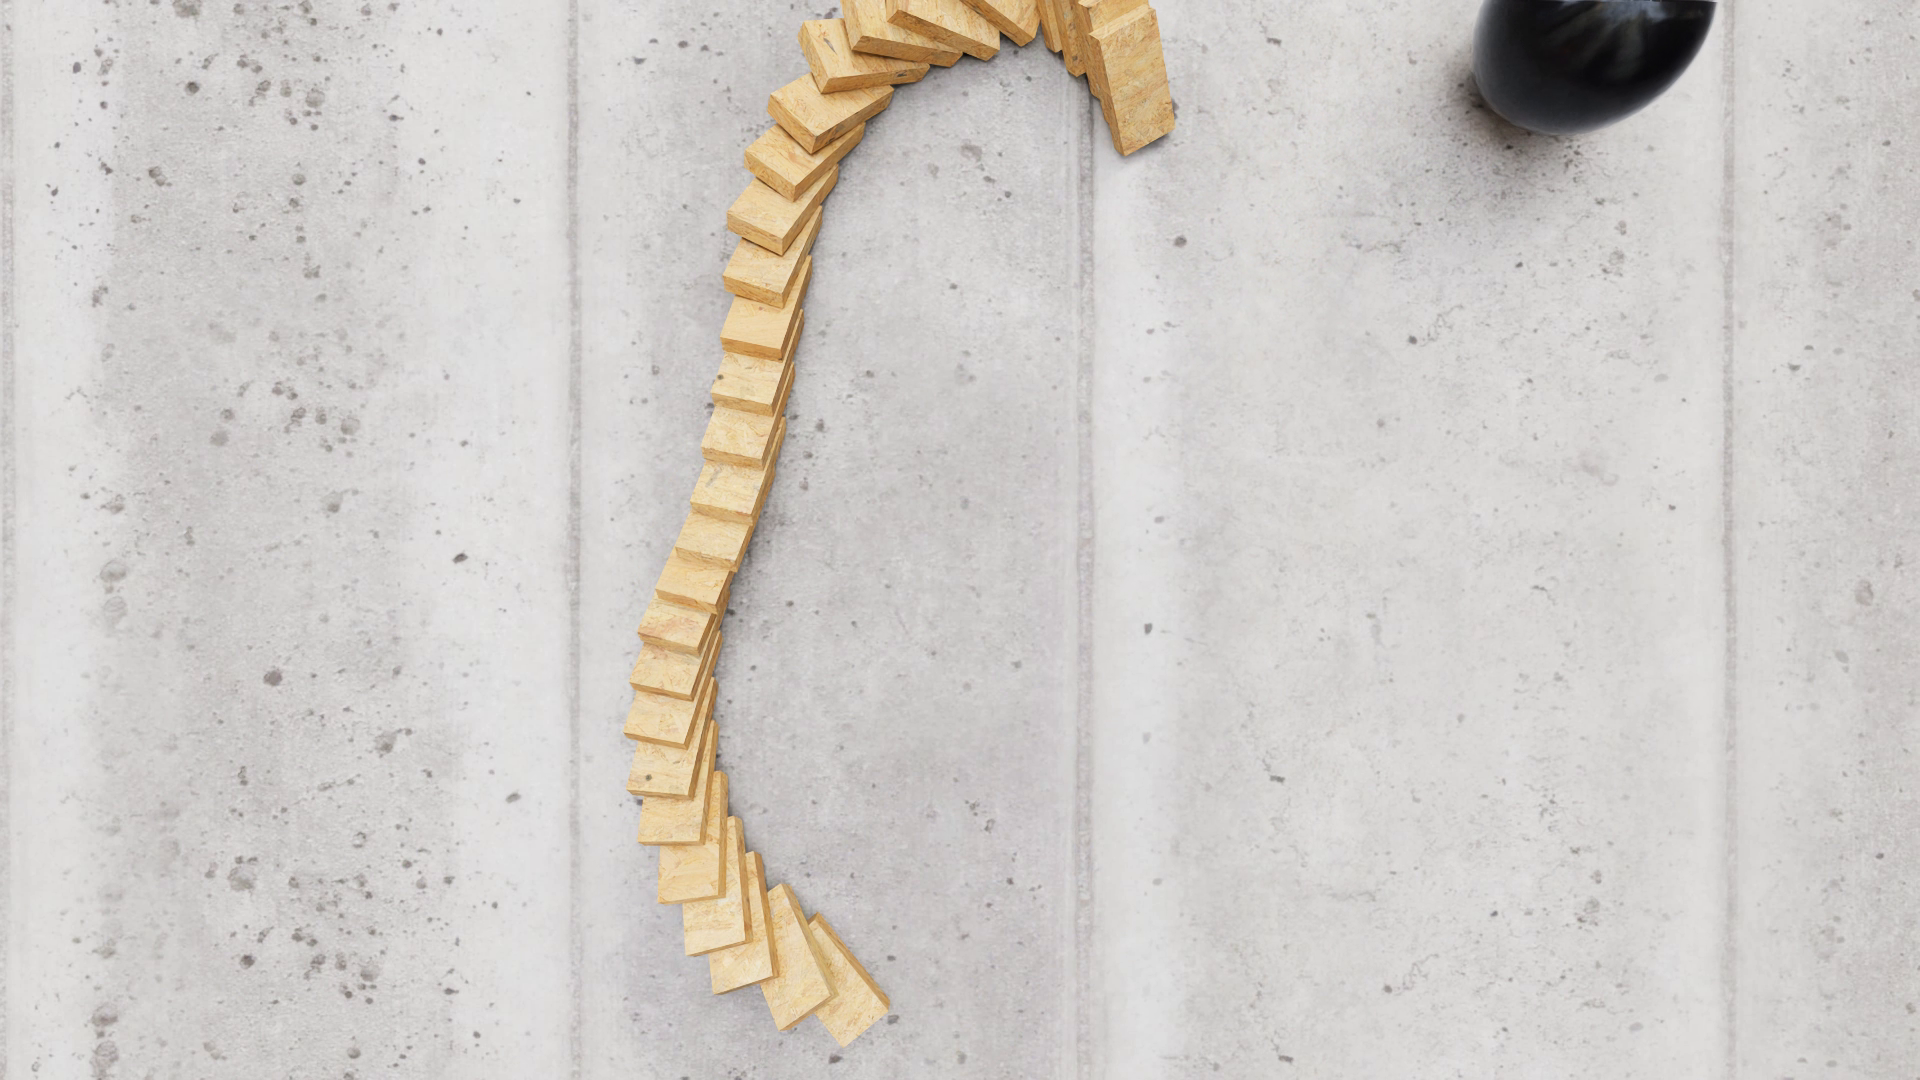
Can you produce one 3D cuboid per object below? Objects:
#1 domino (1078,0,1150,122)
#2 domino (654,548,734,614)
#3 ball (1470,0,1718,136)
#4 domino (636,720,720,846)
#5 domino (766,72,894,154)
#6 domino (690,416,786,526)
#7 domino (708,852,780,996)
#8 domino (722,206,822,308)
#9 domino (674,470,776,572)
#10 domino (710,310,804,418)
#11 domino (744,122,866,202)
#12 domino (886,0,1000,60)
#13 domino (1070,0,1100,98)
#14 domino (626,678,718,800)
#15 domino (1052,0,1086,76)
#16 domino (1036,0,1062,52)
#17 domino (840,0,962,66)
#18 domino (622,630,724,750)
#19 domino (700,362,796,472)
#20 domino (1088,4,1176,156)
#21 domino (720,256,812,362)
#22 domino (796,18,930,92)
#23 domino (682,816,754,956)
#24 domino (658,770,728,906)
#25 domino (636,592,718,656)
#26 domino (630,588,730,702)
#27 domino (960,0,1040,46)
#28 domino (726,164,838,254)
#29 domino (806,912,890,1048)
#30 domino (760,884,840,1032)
[{"bbox_3d":[0.068,-0.201,0.379,0.025,0.050,0.009,-29,47,0],"label":"domino"},{"bbox_3d":[-0.105,0.004,0.383,0.025,0.009,0.050,15,59,0],"label":"domino"},{"bbox_3d":[0.246,-0.202,0.360,0.080,0.080,0.080,0,90,0],"label":"ball"},{"bbox_3d":[-0.117,0.101,0.384,0.025,0.010,0.050,0,62,0],"label":"domino"},{"bbox_3d":[-0.054,-0.184,0.383,0.025,0.010,0.050,43,59,0],"label":"domino"},{"bbox_3d":[-0.092,-0.032,0.383,0.025,0.010,0.050,12,59,0],"label":"domino"},{"bbox_3d":[-0.093,0.160,0.384,0.025,0.010,0.050,-18,61,1],"label":"domino"},{"bbox_3d":[-0.078,-0.123,0.385,0.025,0.009,0.050,17,64,0],"label":"domino"},{"bbox_3d":[-0.097,-0.013,0.383,0.025,0.010,0.050,14,59,0],"label":"domino"},{"bbox_3d":[-0.084,-0.077,0.385,0.025,0.009,0.050,12,64,0],"label":"domino"},{"bbox_3d":[-0.065,-0.166,0.384,0.025,0.009,0.050,36,62,0],"label":"domino"},{"bbox_3d":[-0.007,-0.222,0.381,0.050,0.009,0.025,1,86,-35],"label":"domino"},{"bbox_3d":[0.062,-0.213,0.379,0.025,0.050,0.009,-29,47,0],"label":"domino"},{"bbox_3d":[-0.119,0.082,0.383,0.025,0.010,0.050,5,60,1],"label":"domino"},{"bbox_3d":[0.052,-0.223,0.378,0.025,0.050,0.009,-27,47,-2],"label":"domino"},{"bbox_3d":[0.043,-0.233,0.378,0.025,0.050,0.009,-27,47,-2],"label":"domino"},{"bbox_3d":[-0.024,-0.215,0.381,0.050,0.010,0.025,-11,87,-36],"label":"domino"},{"bbox_3d":[-0.119,0.060,0.384,0.025,0.009,0.050,11,61,0],"label":"domino"},{"bbox_3d":[-0.088,-0.055,0.384,0.025,0.009,0.050,12,63,0],"label":"domino"},{"bbox_3d":[0.072,-0.189,0.379,0.025,0.050,0.010,-29,47,0],"label":"domino"},{"bbox_3d":[-0.081,-0.100,0.385,0.025,0.009,0.050,12,65,0],"label":"domino"},{"bbox_3d":[-0.040,-0.204,0.383,0.050,0.010,0.025,-24,90,-30],"label":"domino"},{"bbox_3d":[-0.102,0.144,0.383,0.025,0.010,0.050,-15,61,2],"label":"domino"},{"bbox_3d":[-0.111,0.124,0.383,0.025,0.009,0.050,-8,61,3],"label":"domino"},{"bbox_3d":[-0.112,0.021,0.383,0.025,0.010,0.050,15,59,0],"label":"domino"},{"bbox_3d":[-0.116,0.040,0.384,0.025,0.010,0.050,12,61,0],"label":"domino"},{"bbox_3d":[0.013,-0.233,0.382,0.050,0.010,0.025,20,84,-32],"label":"domino"},{"bbox_3d":[-0.074,-0.144,0.384,0.025,0.009,0.050,25,62,1],"label":"domino"},{"bbox_3d":[-0.056,0.189,0.395,0.025,0.009,0.050,-39,90,0],"label":"domino"},{"bbox_3d":[-0.073,0.174,0.383,0.025,0.009,0.050,-35,60,0],"label":"domino"}]
